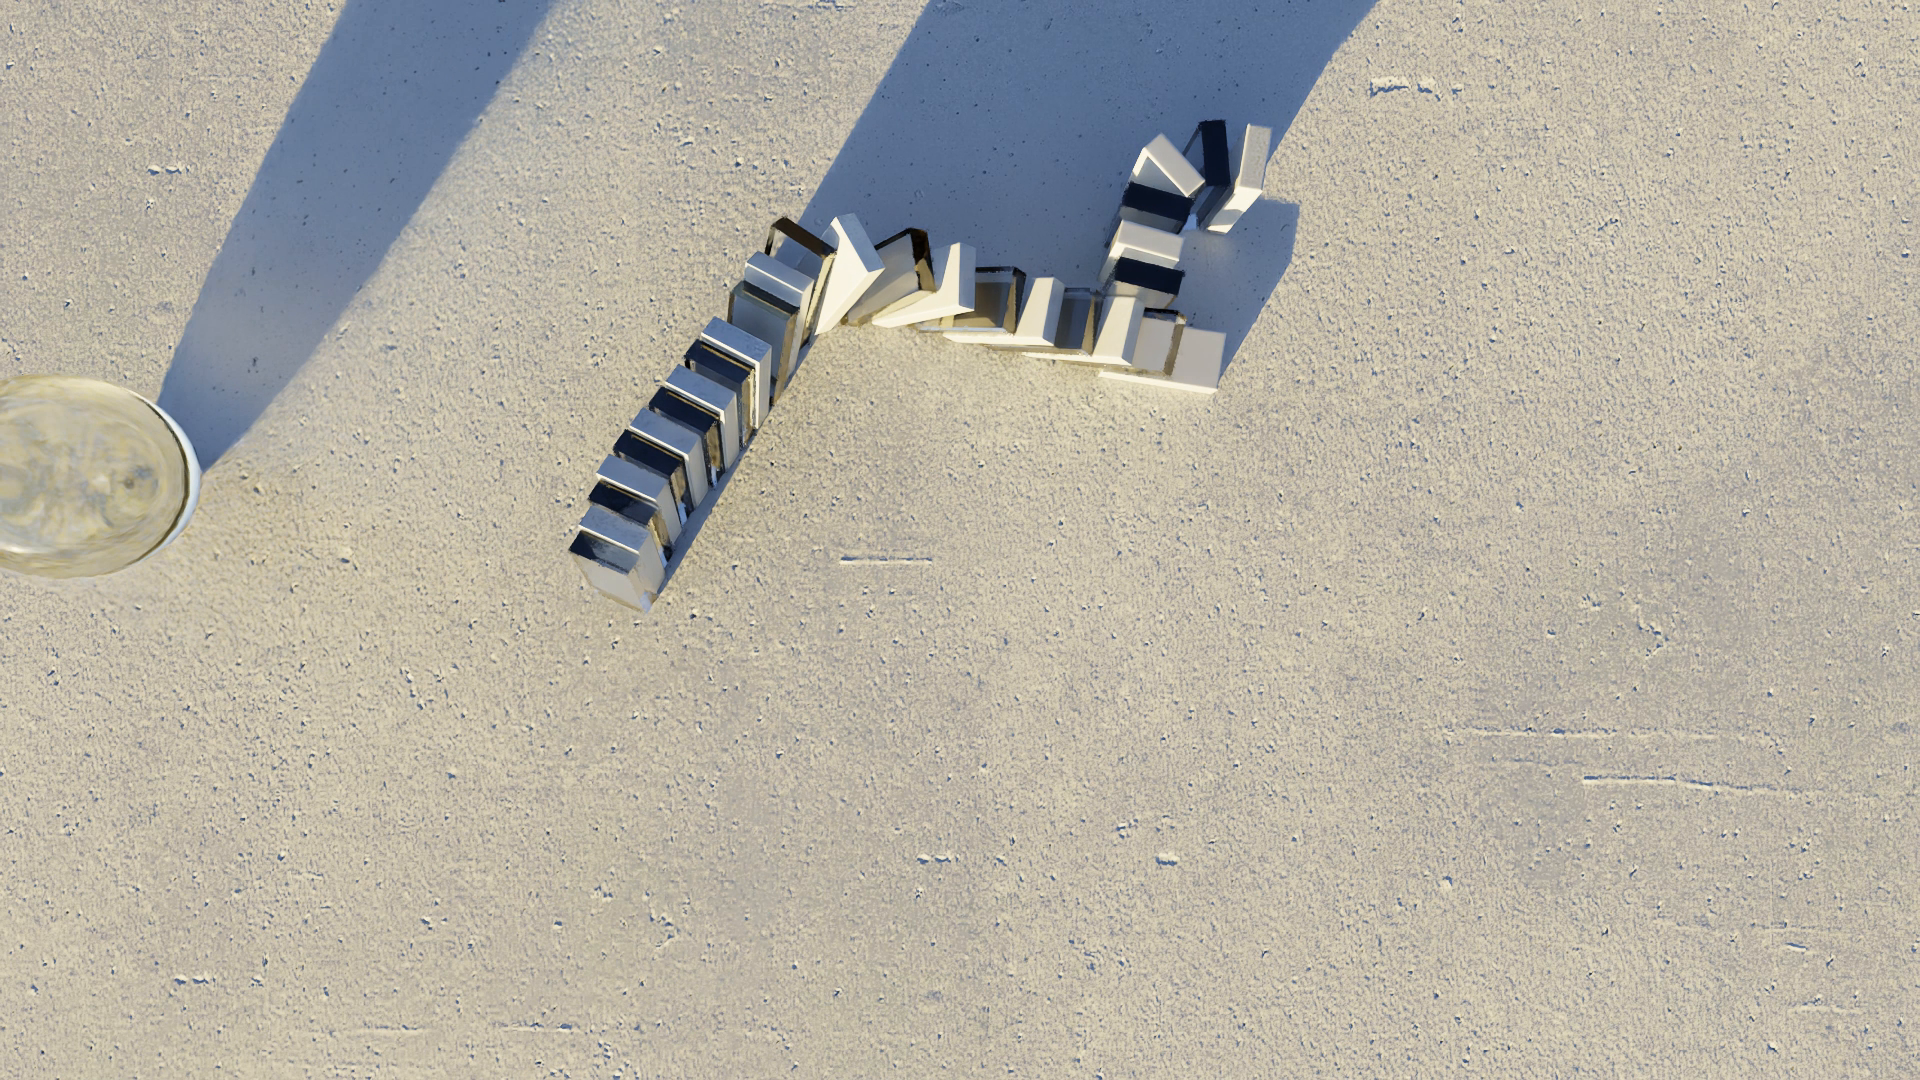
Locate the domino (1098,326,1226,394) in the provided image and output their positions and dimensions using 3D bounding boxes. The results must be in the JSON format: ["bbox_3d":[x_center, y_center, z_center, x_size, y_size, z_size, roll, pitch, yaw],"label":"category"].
[{"bbox_3d":[0.087,-0.080,0.395,0.050,0.010,0.025,9,90,0],"label":"domino"}]

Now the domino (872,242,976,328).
[{"bbox_3d":[-0.016,-0.105,0.380,0.050,0.010,0.025,1,90,42],"label":"domino"}]

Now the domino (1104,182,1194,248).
[{"bbox_3d":[0.076,-0.129,0.375,0.025,0.050,0.010,16,90,0],"label":"domino"}]

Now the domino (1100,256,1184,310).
[{"bbox_3d":[0.072,-0.101,0.375,0.025,0.050,0.009,14,90,0],"label":"domino"}]

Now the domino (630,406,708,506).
[{"bbox_3d":[-0.118,-0.033,0.375,0.025,0.050,0.009,27,66,0],"label":"domino"}]

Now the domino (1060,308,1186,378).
[{"bbox_3d":[0.066,-0.084,0.382,0.050,0.010,0.025,15,92,34],"label":"domino"}]

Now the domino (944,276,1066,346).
[{"bbox_3d":[0.018,-0.095,0.381,0.050,0.009,0.025,11,90,36],"label":"domino"}]

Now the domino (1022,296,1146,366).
[{"bbox_3d":[0.050,-0.088,0.381,0.050,0.009,0.025,13,91,36],"label":"domino"}]

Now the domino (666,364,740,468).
[{"bbox_3d":[-0.104,-0.050,0.375,0.025,0.050,0.009,27,65,0],"label":"domino"}]

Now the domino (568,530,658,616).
[{"bbox_3d":[-0.141,0.014,0.375,0.025,0.050,0.009,24,66,0],"label":"domino"}]

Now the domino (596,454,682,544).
[{"bbox_3d":[-0.130,-0.015,0.375,0.025,0.050,0.009,24,66,0],"label":"domino"}]

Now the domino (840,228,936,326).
[{"bbox_3d":[-0.032,-0.108,0.379,0.050,0.010,0.025,-9,90,45],"label":"domino"}]

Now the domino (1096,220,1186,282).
[{"bbox_3d":[0.073,-0.115,0.375,0.025,0.050,0.009,16,90,0],"label":"domino"}]

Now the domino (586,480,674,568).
[{"bbox_3d":[-0.134,-0.005,0.375,0.025,0.050,0.009,24,66,0],"label":"domino"}]

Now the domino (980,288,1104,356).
[{"bbox_3d":[0.033,-0.091,0.381,0.050,0.010,0.025,12,90,36],"label":"domino"}]

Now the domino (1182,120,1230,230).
[{"bbox_3d":[0.098,-0.148,0.375,0.010,0.050,0.025,-5,90,0],"label":"domino"}]

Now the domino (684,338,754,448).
[{"bbox_3d":[-0.098,-0.059,0.376,0.025,0.050,0.010,27,63,0],"label":"domino"}]

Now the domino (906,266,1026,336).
[{"bbox_3d":[0.002,-0.099,0.381,0.050,0.010,0.025,11,90,36],"label":"domino"}]

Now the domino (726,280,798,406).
[{"bbox_3d":[-0.083,-0.080,0.377,0.025,0.050,0.010,27,53,0],"label":"domino"}]

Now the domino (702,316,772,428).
[{"bbox_3d":[-0.091,-0.067,0.376,0.025,0.050,0.009,28,63,0],"label":"domino"}]

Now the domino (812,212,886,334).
[{"bbox_3d":[-0.052,-0.109,0.377,0.009,0.050,0.025,-30,90,-38],"label":"domino"}]

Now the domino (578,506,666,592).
[{"bbox_3d":[-0.137,0.005,0.375,0.025,0.050,0.009,24,66,0],"label":"domino"}]

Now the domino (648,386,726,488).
[{"bbox_3d":[-0.111,-0.041,0.375,0.025,0.050,0.010,27,66,0],"label":"domino"}]

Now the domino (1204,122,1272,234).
[{"bbox_3d":[0.113,-0.146,0.375,0.009,0.050,0.025,10,90,0],"label":"domino"}]

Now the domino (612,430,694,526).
[{"bbox_3d":[-0.125,-0.024,0.375,0.025,0.050,0.009,26,66,0],"label":"domino"}]

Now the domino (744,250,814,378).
[{"bbox_3d":[-0.078,-0.091,0.378,0.025,0.050,0.010,28,51,0],"label":"domino"}]

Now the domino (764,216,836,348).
[{"bbox_3d":[-0.070,-0.104,0.378,0.025,0.050,0.009,33,48,2],"label":"domino"}]

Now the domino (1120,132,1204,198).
[{"bbox_3d":[0.082,-0.144,0.375,0.009,0.050,0.025,-42,90,0],"label":"domino"}]

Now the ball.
[{"bbox_3d":[-0.350,-0.025,0.360,0.080,0.080,0.080,0,90,0],"label":"ball"}]
